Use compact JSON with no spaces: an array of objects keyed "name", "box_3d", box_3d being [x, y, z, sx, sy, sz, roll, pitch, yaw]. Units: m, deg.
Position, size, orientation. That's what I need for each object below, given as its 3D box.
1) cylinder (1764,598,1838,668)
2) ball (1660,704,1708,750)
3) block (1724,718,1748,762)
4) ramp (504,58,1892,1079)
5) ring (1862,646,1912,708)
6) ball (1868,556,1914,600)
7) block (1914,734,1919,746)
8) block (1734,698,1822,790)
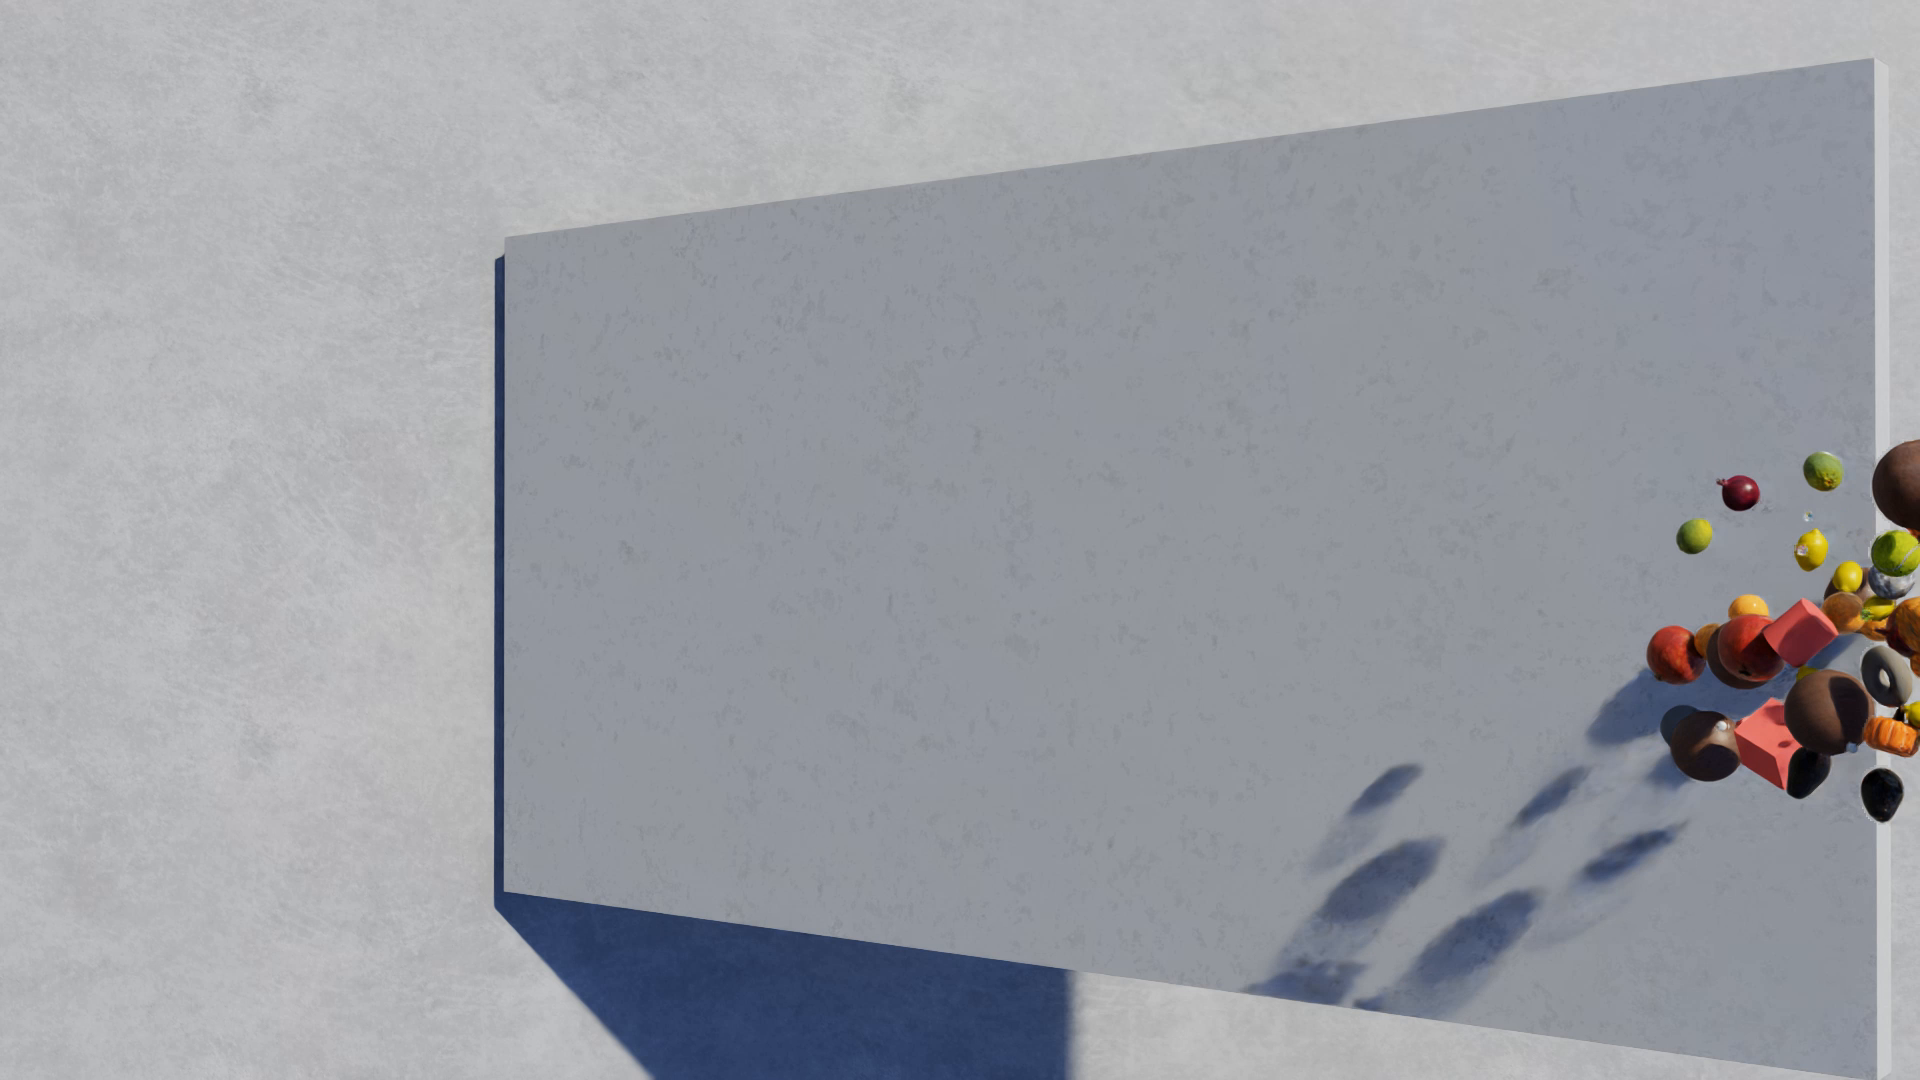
[{"name":"cylinder","box_3d":[1.381,0.153,3.612,0.082,0.082,0.082,42,116,0]},{"name":"ball","box_3d":[1.366,0.354,4.146,0.086,0.086,0.086,0,90,0]},{"name":"block","box_3d":[1.460,0.366,4.044,0.062,0.062,0.062,-5,63,-16]},{"name":"ramp","box_3d":[0.229,0.064,5.547,4.000,0.100,2.000,0,89,37]},{"name":"ring","box_3d":[1.364,0.201,3.237,0.031,0.093,0.093,-15,90,-13]},{"name":"ball","box_3d":[1.461,0.060,3.451,0.067,0.067,0.067,0,90,0]},{"name":"block","box_3d":[1.326,0.254,2.858,0.092,0.092,0.092,23,98,-18]},{"name":"block","box_3d":[1.420,0.354,3.818,0.094,0.094,0.094,-38,128,-10]}]
